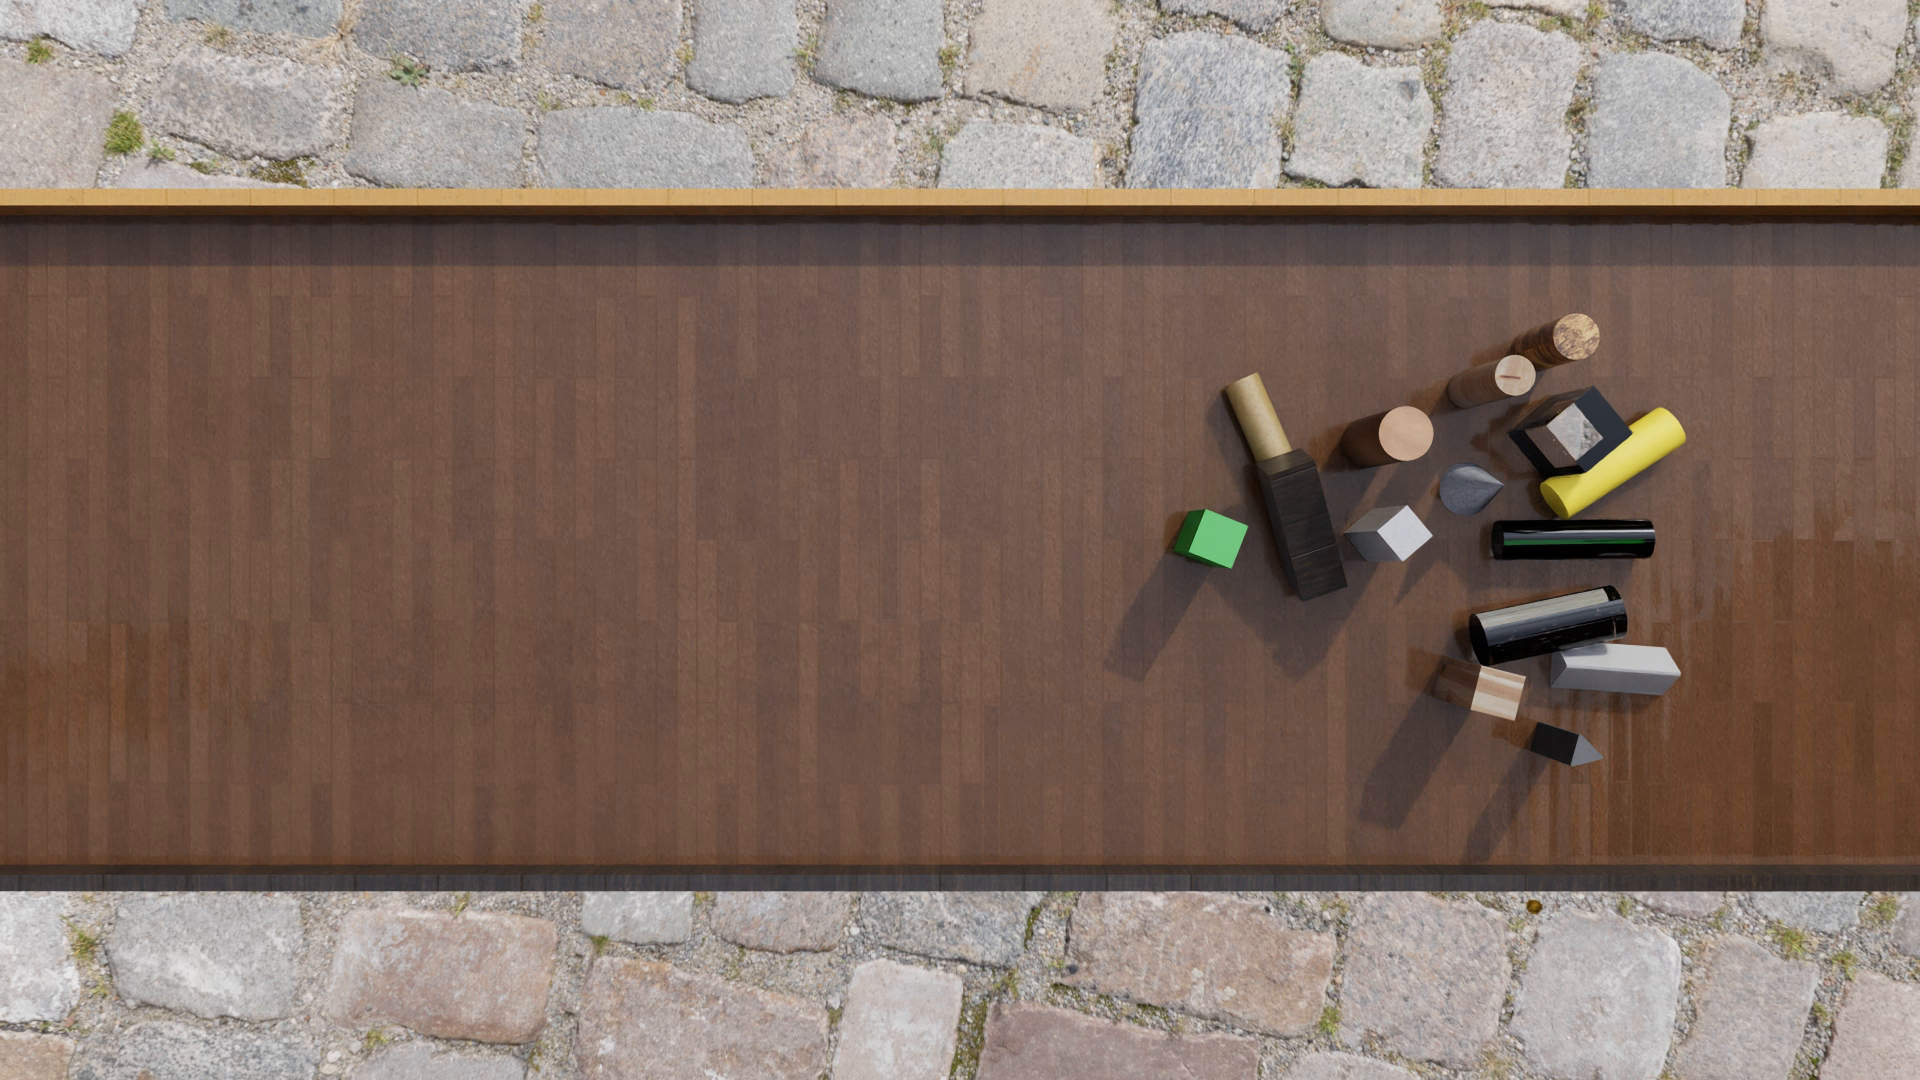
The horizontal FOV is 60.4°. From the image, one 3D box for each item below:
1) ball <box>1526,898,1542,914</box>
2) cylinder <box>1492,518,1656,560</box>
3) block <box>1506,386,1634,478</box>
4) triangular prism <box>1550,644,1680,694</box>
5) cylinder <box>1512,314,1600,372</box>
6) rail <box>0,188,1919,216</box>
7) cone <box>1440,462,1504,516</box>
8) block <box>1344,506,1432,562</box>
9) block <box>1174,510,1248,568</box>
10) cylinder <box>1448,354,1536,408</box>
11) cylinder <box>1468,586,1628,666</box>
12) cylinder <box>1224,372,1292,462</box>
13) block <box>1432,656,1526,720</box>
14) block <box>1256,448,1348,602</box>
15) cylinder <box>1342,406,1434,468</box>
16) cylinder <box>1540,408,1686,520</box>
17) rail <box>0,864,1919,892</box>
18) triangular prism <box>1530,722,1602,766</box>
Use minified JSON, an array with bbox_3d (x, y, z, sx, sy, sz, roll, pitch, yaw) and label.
[{"bbox_3d":[8.813,5.627,25.323,0.226,0.226,0.226,0,90,0],"label":"ball"},{"bbox_3d":[1.862,-0.001,5.016,0.454,0.121,0.121,-1,90,0],"label":"cylinder"},{"bbox_3d":[1.808,-0.317,4.905,0.178,0.343,0.178,-40,90,0],"label":"block"},{"bbox_3d":[1.992,0.391,5.011,0.343,0.124,0.144,4,90,0],"label":"triangular prism"},{"bbox_3d":[1.764,-0.582,4.899,0.132,0.356,0.132,0,90,0],"label":"cylinder"},{"bbox_3d":[-2.247,-1.025,5.002,12.000,0.150,0.050,0,90,0],"label":"rail"},{"bbox_3d":[1.558,-0.157,4.896,0.164,0.361,0.164,0,90,0],"label":"cone"},{"bbox_3d":[1.265,-0.017,4.893,0.114,0.362,0.114,-40,91,-2],"label":"block"},{"bbox_3d":[0.742,-0.003,4.904,0.132,0.345,0.132,22,90,0],"label":"block"},{"bbox_3d":[1.557,-0.462,4.851,0.114,0.450,0.114,0,90,0],"label":"cylinder"},{"bbox_3d":[1.778,0.260,4.995,0.422,0.164,0.164,-12,90,0],"label":"cylinder"},{"bbox_3d":[0.917,-0.347,5.020,0.113,0.113,0.307,-24,90,0],"label":"cylinder"},{"bbox_3d":[1.534,0.437,4.890,0.130,0.374,0.130,14,90,0],"label":"block"},{"bbox_3d":[1.023,-0.045,4.944,0.143,0.143,0.415,-19,108,0],"label":"block"},{"bbox_3d":[1.252,-0.299,4.852,0.153,0.449,0.153,0,90,0],"label":"cylinder"},{"bbox_3d":[1.981,-0.232,5.010,0.421,0.134,0.134,-33,90,0],"label":"cylinder"},{"bbox_3d":[-2.247,1.025,5.001,12.000,0.150,0.050,0,90,0],"label":"rail"},{"bbox_3d":[1.792,0.598,4.908,0.094,0.338,0.082,-14,90,0],"label":"triangular prism"}]
